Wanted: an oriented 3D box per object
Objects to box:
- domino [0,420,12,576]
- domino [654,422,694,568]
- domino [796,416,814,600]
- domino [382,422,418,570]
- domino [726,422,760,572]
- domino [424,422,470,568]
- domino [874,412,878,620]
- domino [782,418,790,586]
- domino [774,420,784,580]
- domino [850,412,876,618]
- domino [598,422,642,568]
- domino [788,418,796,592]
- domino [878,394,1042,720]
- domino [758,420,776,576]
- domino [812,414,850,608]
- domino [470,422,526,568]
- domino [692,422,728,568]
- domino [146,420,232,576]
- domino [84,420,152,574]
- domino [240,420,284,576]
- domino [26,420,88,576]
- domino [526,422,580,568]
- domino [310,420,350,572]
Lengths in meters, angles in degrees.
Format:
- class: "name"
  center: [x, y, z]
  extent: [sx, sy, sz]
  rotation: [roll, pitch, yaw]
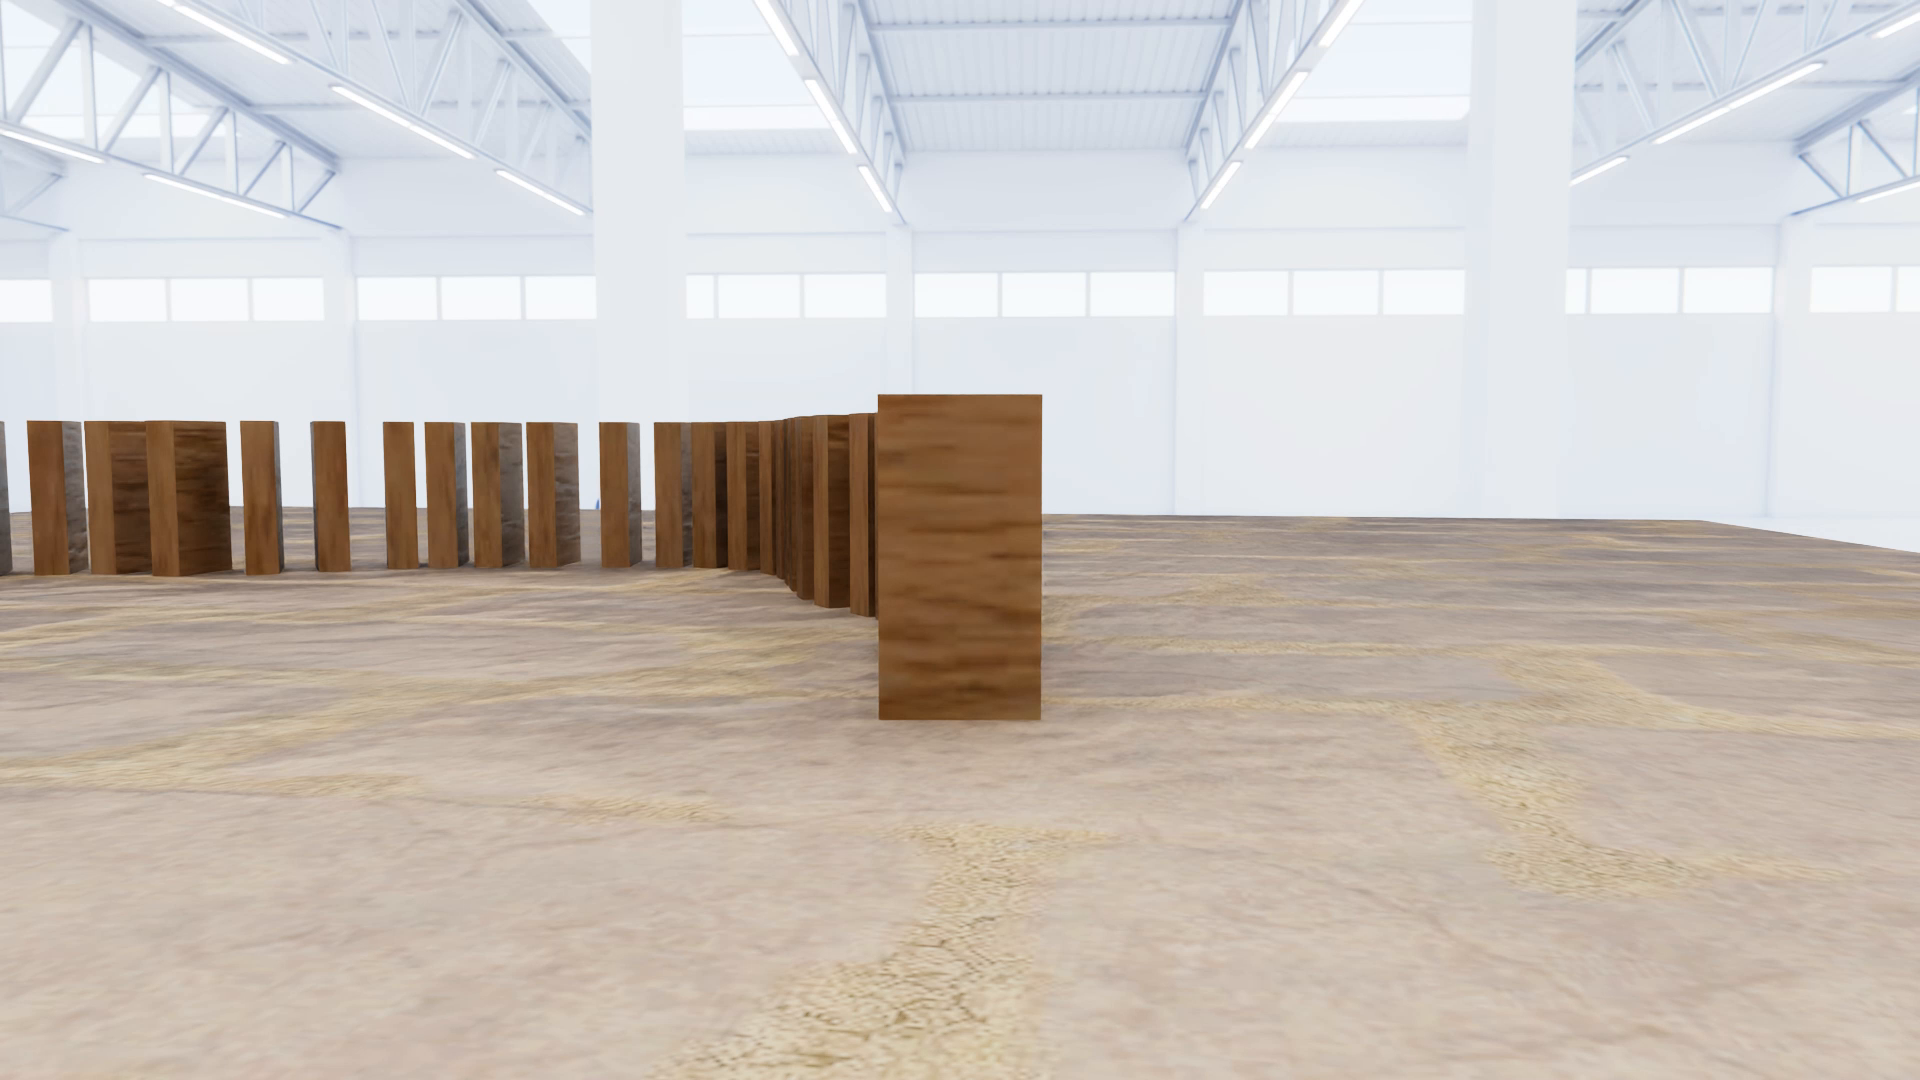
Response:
- class: "domino"
  center: [-0.317, -0.014, 0.417]
  extent: [0.009, 0.050, 0.025]
  rotation: [-2, 5, -29]
- class: "domino"
  center: [-0.099, -0.016, 0.454]
  extent: [0.010, 0.050, 0.025]
  rotation: [0, 4, 4]
- class: "domino"
  center: [-0.032, -0.009, 0.356]
  extent: [0.025, 0.050, 0.009]
  rotation: [-1, 4, -17]
- class: "domino"
  center: [-0.195, -0.016, 0.447]
  extent: [0.009, 0.050, 0.025]
  rotation: [-2, 5, -25]
- class: "domino"
  center: [-0.067, -0.015, 0.440]
  extent: [0.009, 0.050, 0.025]
  rotation: [3, 5, 38]
- class: "domino"
  center: [-0.180, -0.016, 0.452]
  extent: [0.009, 0.050, 0.025]
  rotation: [-1, 4, -12]
- class: "domino"
  center: [-0.007, -0.006, 0.309]
  extent: [0.025, 0.050, 0.009]
  rotation: [-2, 5, -20]
- class: "domino"
  center: [-0.041, -0.012, 0.390]
  extent: [0.025, 0.050, 0.009]
  rotation: [-1, 4, -13]
- class: "domino"
  center: [-0.045, -0.013, 0.409]
  extent: [0.025, 0.050, 0.009]
  rotation: [-1, 5, -18]
- class: "domino"
  center: [-0.015, -0.007, 0.324]
  extent: [0.025, 0.050, 0.009]
  rotation: [-3, 5, -33]
- class: "domino"
  center: [-0.120, -0.016, 0.453]
  extent: [0.009, 0.050, 0.025]
  rotation: [0, 4, -4]
- class: "domino"
  center: [-0.037, -0.011, 0.375]
  extent: [0.025, 0.050, 0.009]
  rotation: [-1, 4, -13]
- class: "domino"
  center: [0.000, 0.002, 0.201]
  extent: [0.025, 0.050, 0.009]
  rotation: [0, 4, 0]
- class: "domino"
  center: [-0.053, -0.014, 0.424]
  extent: [0.025, 0.050, 0.009]
  rotation: [-3, 5, -32]
- class: "domino"
  center: [-0.025, -0.008, 0.340]
  extent: [0.025, 0.050, 0.009]
  rotation: [-2, 5, -30]
- class: "domino"
  center: [-0.163, -0.016, 0.453]
  extent: [0.010, 0.050, 0.025]
  rotation: [0, 4, -1]
- class: "domino"
  center: [-0.082, -0.016, 0.450]
  extent: [0.010, 0.050, 0.025]
  rotation: [2, 5, 24]
- class: "domino"
  center: [-0.254, -0.014, 0.422]
  extent: [0.009, 0.050, 0.025]
  rotation: [0, 4, 6]
- class: "domino"
  center: [-0.277, -0.015, 0.429]
  extent: [0.009, 0.050, 0.025]
  rotation: [1, 4, 10]
- class: "domino"
  center: [-0.232, -0.014, 0.427]
  extent: [0.010, 0.050, 0.025]
  rotation: [-2, 5, -24]
- class: "domino"
  center: [-0.299, -0.014, 0.425]
  extent: [0.010, 0.050, 0.025]
  rotation: [-2, 5, -22]
- class: "domino"
  center: [-0.143, -0.016, 0.453]
  extent: [0.009, 0.050, 0.025]
  rotation: [0, 4, 2]
- class: "domino"
  center: [-0.214, -0.015, 0.436]
  extent: [0.010, 0.050, 0.025]
  rotation: [-2, 5, -29]
